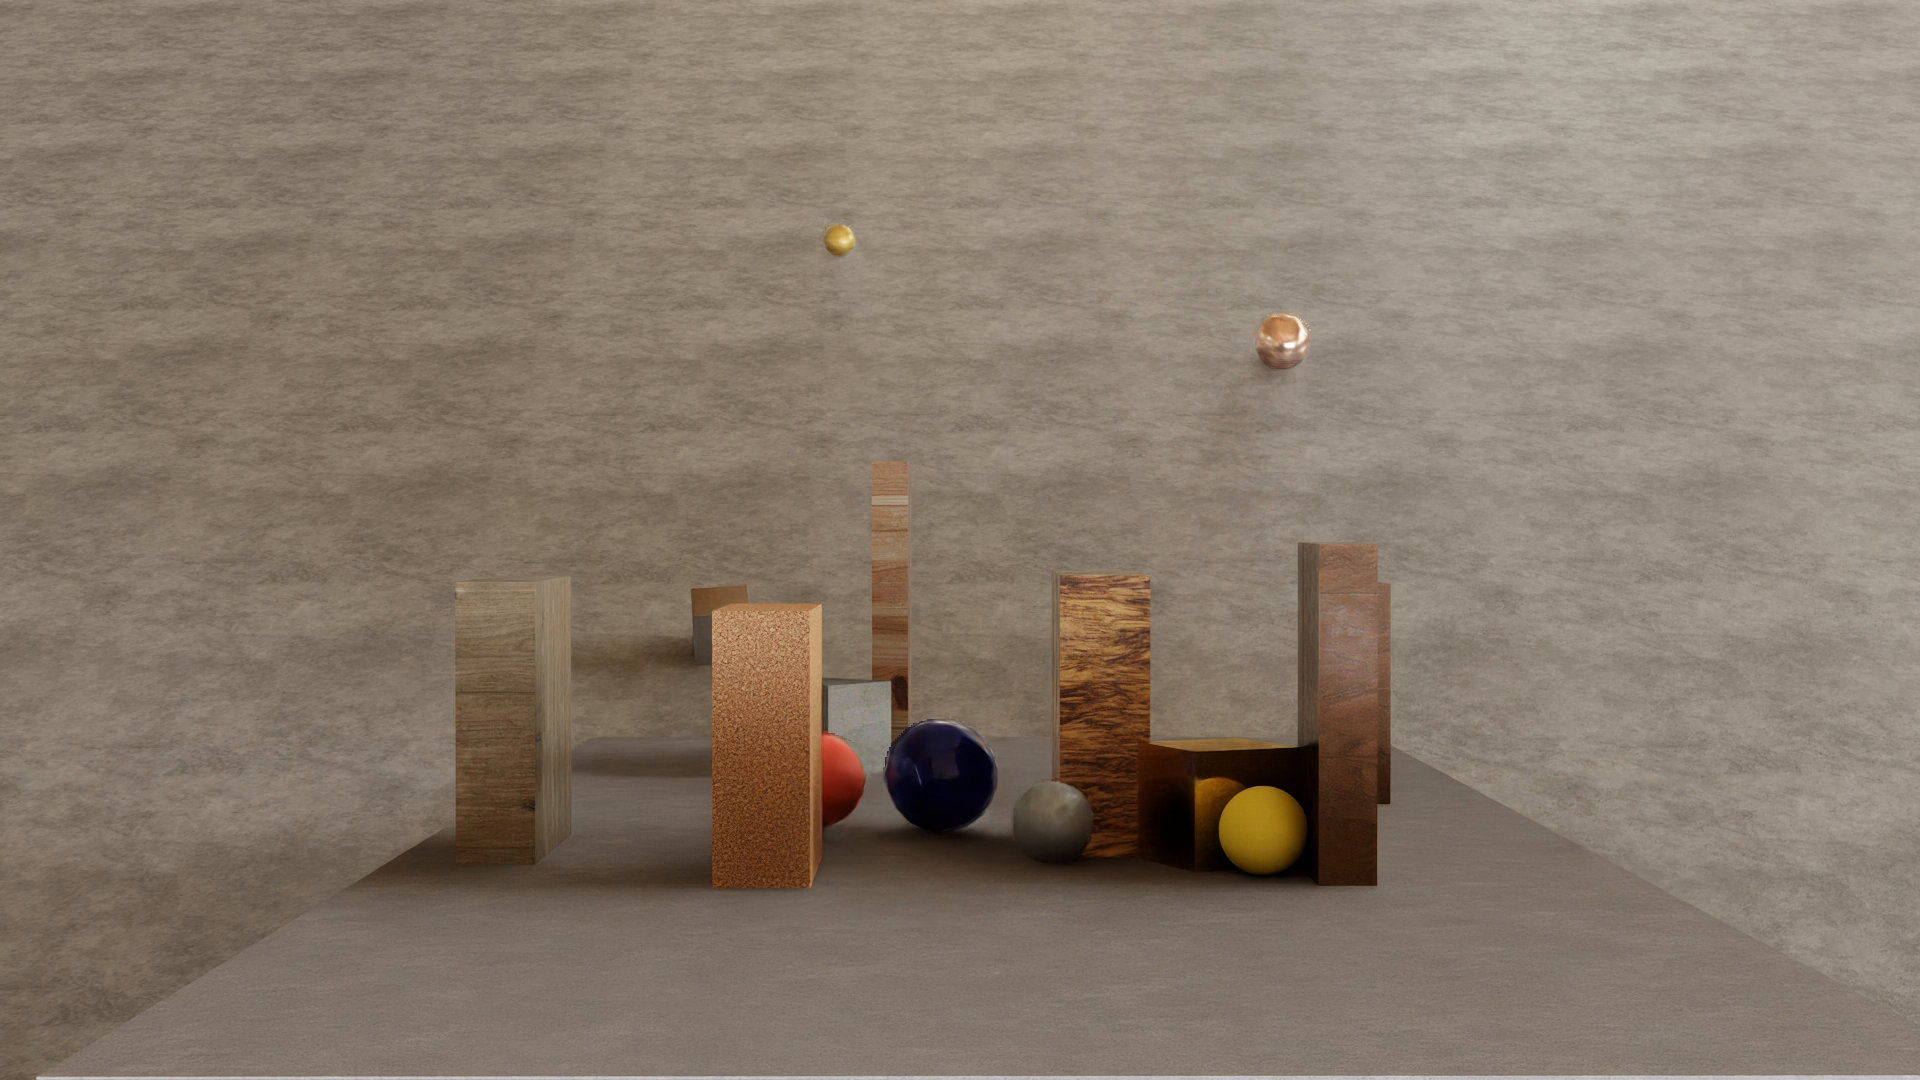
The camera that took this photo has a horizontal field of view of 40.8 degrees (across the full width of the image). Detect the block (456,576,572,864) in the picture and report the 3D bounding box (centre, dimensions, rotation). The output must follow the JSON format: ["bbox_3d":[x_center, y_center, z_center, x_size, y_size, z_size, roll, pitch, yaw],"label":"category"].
[{"bbox_3d":[-0.756,0.296,4.398,0.129,0.460,0.394,0,1,0],"label":"block"}]

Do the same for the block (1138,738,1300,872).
[{"bbox_3d":[0.422,0.431,4.229,0.192,0.192,0.192,0,1,-24],"label":"block"}]

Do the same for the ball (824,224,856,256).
[{"bbox_3d":[-0.451,-1.122,9.688,0.117,0.117,0.117,0,28,0],"label":"ball"}]

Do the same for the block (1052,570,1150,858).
[{"bbox_3d":[0.241,0.290,4.481,0.150,0.468,0.390,0,1,0],"label":"block"}]

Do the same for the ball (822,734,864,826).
[{"bbox_3d":[-0.258,0.438,4.712,0.169,0.169,0.169,0,28,0],"label":"ball"}]

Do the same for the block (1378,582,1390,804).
[{"bbox_3d":[0.779,0.301,5.194,0.133,0.432,0.244,0,1,0],"label":"block"}]

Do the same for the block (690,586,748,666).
[{"bbox_3d":[-0.659,0.235,7.135,0.155,0.155,0.155,-3,29,-6],"label":"block"}]

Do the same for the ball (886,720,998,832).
[{"bbox_3d":[-0.032,0.423,4.631,0.201,0.201,0.201,0,28,0],"label":"ball"}]

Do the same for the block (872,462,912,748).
[{"bbox_3d":[-0.157,0.166,5.996,0.081,0.688,0.422,0,1,0],"label":"block"}]

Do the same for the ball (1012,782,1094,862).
[{"bbox_3d":[0.152,0.461,4.223,0.133,0.133,0.133,0,28,0],"label":"ball"}]

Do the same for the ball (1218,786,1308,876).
[{"bbox_3d":[0.478,0.458,4.073,0.141,0.141,0.141,0,28,0],"label":"ball"}]

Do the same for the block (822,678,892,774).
[{"bbox_3d":[-0.293,0.413,5.739,0.199,0.199,0.199,0,1,42],"label":"block"}]

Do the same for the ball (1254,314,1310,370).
[{"bbox_3d":[1.096,-0.674,8.785,0.187,0.187,0.187,0,28,0],"label":"ball"}]

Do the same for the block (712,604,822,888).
[{"bbox_3d":[-0.303,0.317,4.102,0.149,0.422,0.340,0,1,0],"label":"block"}]

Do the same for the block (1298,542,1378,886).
[{"bbox_3d":[0.593,0.267,4.074,0.090,0.523,0.245,0,1,0],"label":"block"}]

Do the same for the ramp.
[{"bbox_3d":[0.064,0.573,4.616,2.000,0.100,4.000,0,1,0],"label":"ramp"}]
